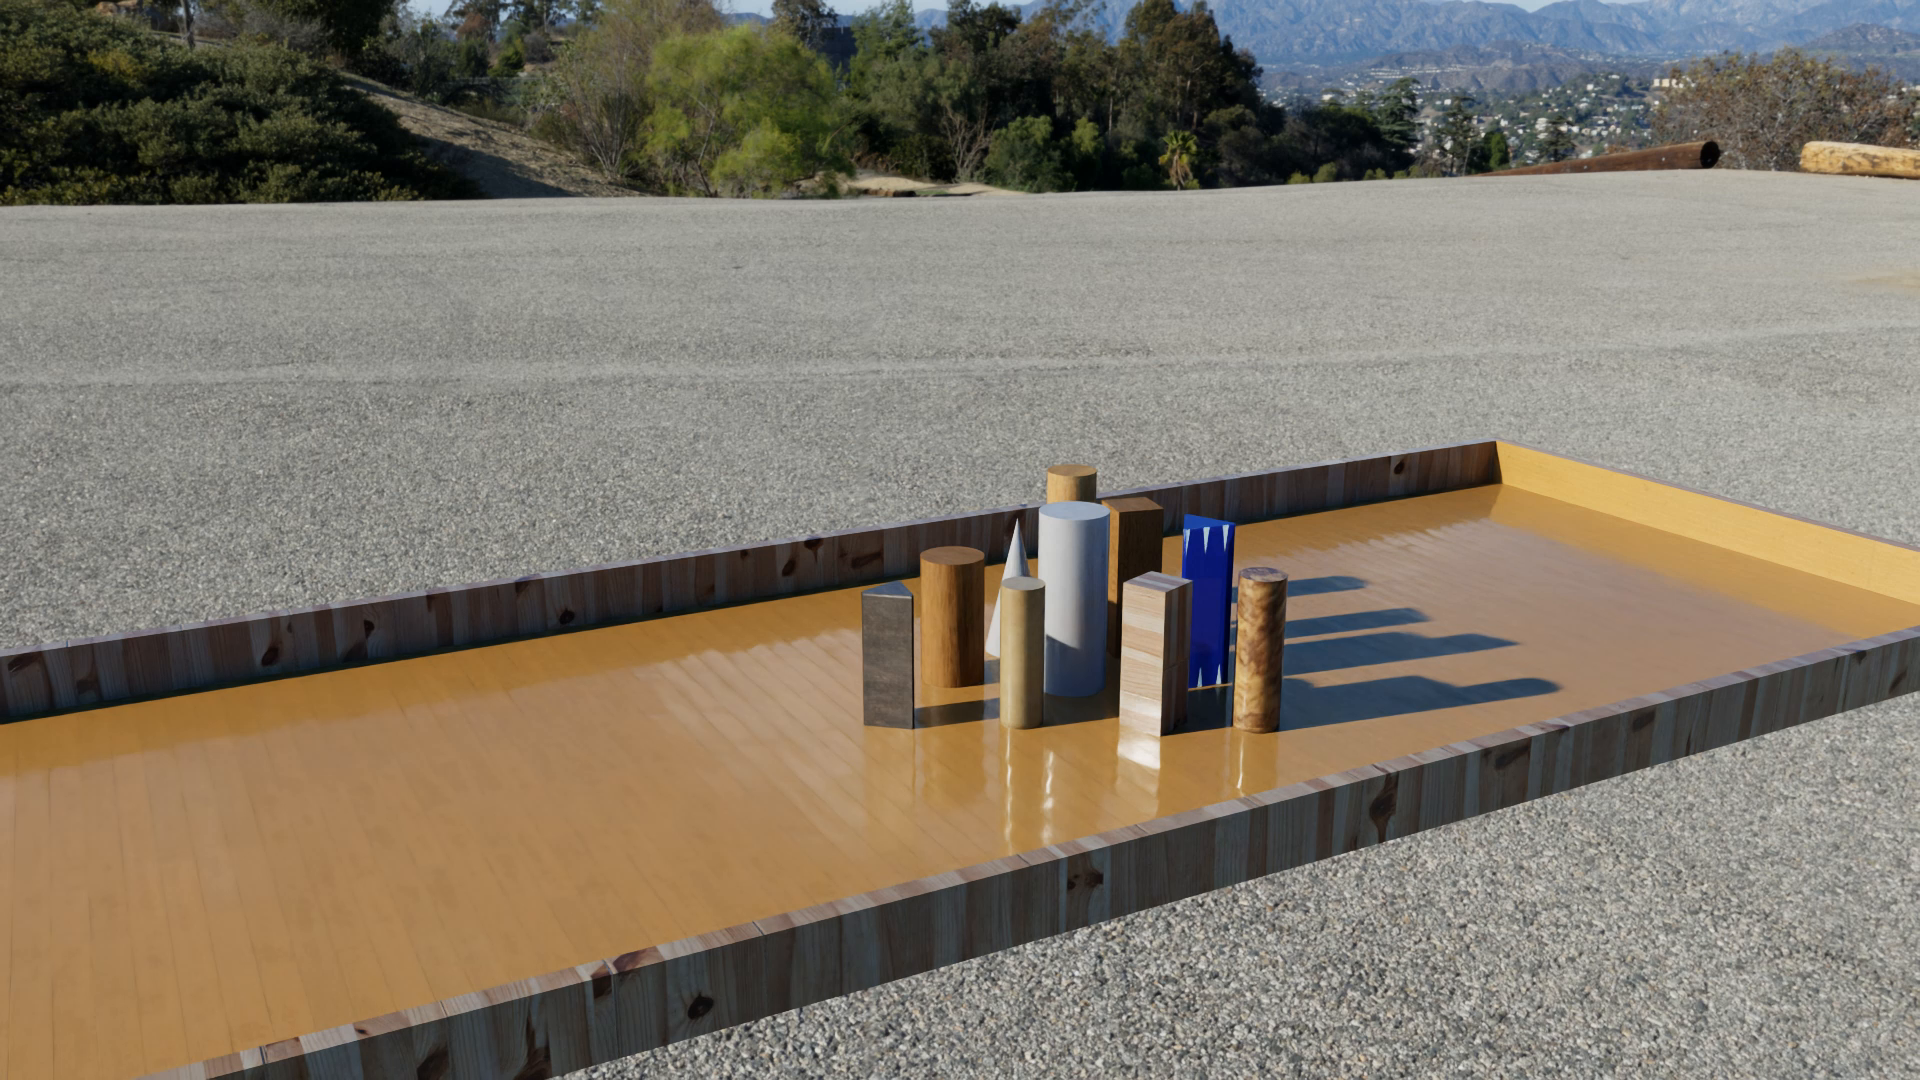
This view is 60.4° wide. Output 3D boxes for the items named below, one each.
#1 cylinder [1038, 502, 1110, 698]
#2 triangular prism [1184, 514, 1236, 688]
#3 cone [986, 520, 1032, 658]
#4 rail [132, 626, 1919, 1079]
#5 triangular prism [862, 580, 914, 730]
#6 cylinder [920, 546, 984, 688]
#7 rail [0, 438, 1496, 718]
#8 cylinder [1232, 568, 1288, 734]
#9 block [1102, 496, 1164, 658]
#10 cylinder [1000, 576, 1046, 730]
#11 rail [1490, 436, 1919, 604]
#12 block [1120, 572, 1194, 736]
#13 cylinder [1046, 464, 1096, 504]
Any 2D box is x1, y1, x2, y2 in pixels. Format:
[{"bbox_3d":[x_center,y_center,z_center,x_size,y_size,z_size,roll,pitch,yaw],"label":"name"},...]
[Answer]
[{"bbox_3d":[0.278,0.144,4.064,0.173,0.451,0.173,0,16,0],"label":"cylinder"},{"bbox_3d":[0.586,0.149,4.114,0.140,0.413,0.121,-6,18,-21],"label":"triangular prism"},{"bbox_3d":[0.149,0.114,4.327,0.167,0.360,0.167,0,16,0],"label":"cone"},{"bbox_3d":[-2.336,1.006,1.665,12.000,0.150,0.050,-9,18,-27],"label":"rail"},{"bbox_3d":[-0.156,0.266,3.867,0.121,0.328,0.105,3,17,12],"label":"triangular prism"},{"bbox_3d":[-0.019,0.192,4.134,0.161,0.320,0.161,0,16,0],"label":"cylinder"},{"bbox_3d":[-3.305,0.497,3.399,12.000,0.150,0.050,-9,18,-27],"label":"rail"},{"bbox_3d":[0.694,0.256,3.825,0.112,0.371,0.112,0,16,0],"label":"cylinder"},{"bbox_3d":[0.446,0.098,4.317,0.123,0.396,0.123,-5,17,-16],"label":"block"},{"bbox_3d":[0.145,0.264,3.850,0.104,0.342,0.104,0,16,0],"label":"cylinder"},{"bbox_3d":[2.466,-0.048,5.253,0.050,0.150,2.100,-9,18,-27],"label":"rail"},{"bbox_3d":[0.455,0.263,3.836,0.115,0.351,0.115,13,21,38],"label":"block"},{"bbox_3d":[0.308,0.007,4.594,0.137,0.415,0.137,0,16,0],"label":"cylinder"}]
